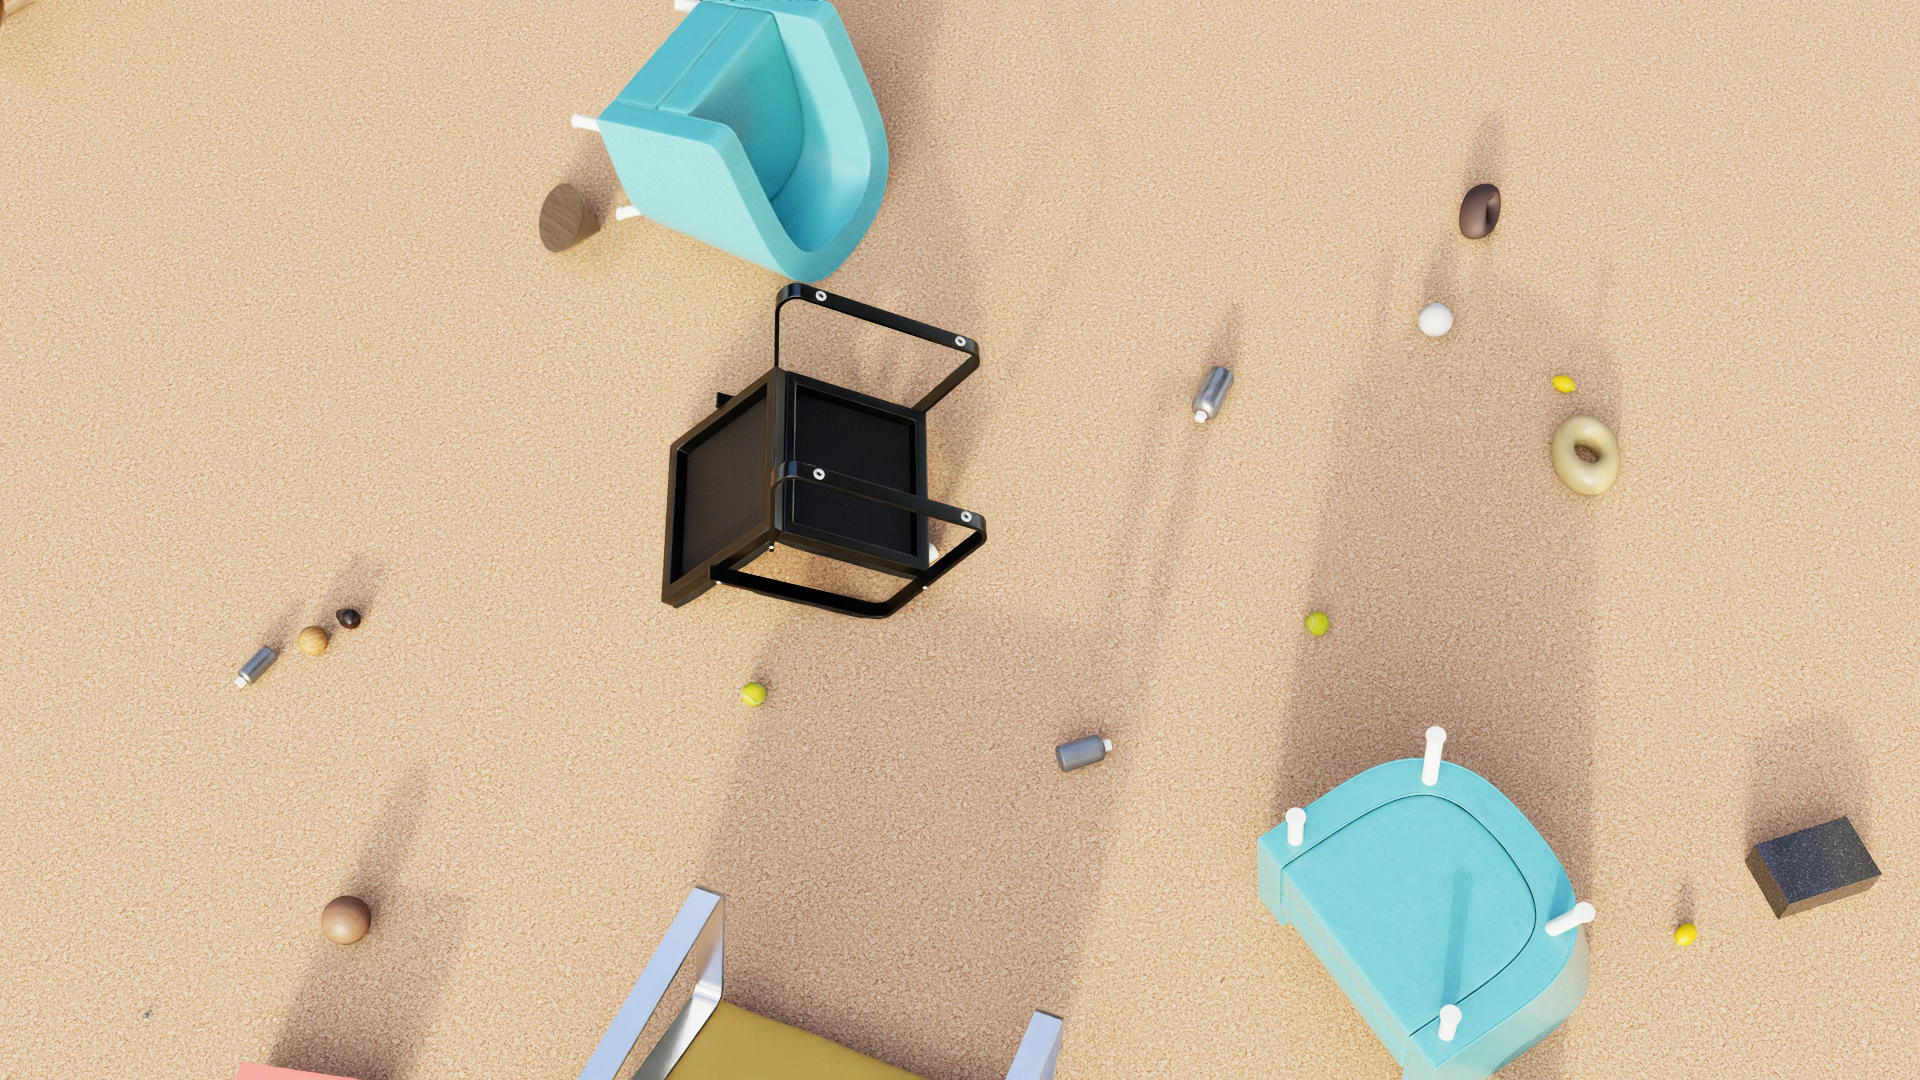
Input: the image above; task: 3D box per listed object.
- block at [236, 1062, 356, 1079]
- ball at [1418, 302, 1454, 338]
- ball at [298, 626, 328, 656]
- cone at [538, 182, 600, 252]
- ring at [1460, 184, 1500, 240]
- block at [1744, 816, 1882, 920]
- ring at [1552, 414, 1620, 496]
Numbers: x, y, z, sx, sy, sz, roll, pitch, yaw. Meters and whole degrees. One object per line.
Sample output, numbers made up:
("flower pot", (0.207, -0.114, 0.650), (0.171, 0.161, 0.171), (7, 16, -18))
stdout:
("block", (-1.649, 1.492, 5.484), (0.355, 0.148, 0.291), (7, 56, 5))
("ball", (1.509, -0.698, 6.977), (0.109, 0.109, 0.109), (0, 56, 0))
("ball", (-1.862, 0.289, 6.329), (0.085, 0.085, 0.085), (0, 56, 0))
("cone", (-1.244, -1.037, 7.212), (0.156, 0.226, 0.291), (12, 16, -39))
("ring", (1.708, -1.079, 7.224), (0.095, 0.123, 0.210), (0, 58, 41))
("block", (2.295, 0.882, 5.921), (0.278, 0.100, 0.181), (-15, 57, -10))
("ring", (1.903, -0.261, 6.687), (0.204, 0.105, 0.283), (-1, 55, 1))
